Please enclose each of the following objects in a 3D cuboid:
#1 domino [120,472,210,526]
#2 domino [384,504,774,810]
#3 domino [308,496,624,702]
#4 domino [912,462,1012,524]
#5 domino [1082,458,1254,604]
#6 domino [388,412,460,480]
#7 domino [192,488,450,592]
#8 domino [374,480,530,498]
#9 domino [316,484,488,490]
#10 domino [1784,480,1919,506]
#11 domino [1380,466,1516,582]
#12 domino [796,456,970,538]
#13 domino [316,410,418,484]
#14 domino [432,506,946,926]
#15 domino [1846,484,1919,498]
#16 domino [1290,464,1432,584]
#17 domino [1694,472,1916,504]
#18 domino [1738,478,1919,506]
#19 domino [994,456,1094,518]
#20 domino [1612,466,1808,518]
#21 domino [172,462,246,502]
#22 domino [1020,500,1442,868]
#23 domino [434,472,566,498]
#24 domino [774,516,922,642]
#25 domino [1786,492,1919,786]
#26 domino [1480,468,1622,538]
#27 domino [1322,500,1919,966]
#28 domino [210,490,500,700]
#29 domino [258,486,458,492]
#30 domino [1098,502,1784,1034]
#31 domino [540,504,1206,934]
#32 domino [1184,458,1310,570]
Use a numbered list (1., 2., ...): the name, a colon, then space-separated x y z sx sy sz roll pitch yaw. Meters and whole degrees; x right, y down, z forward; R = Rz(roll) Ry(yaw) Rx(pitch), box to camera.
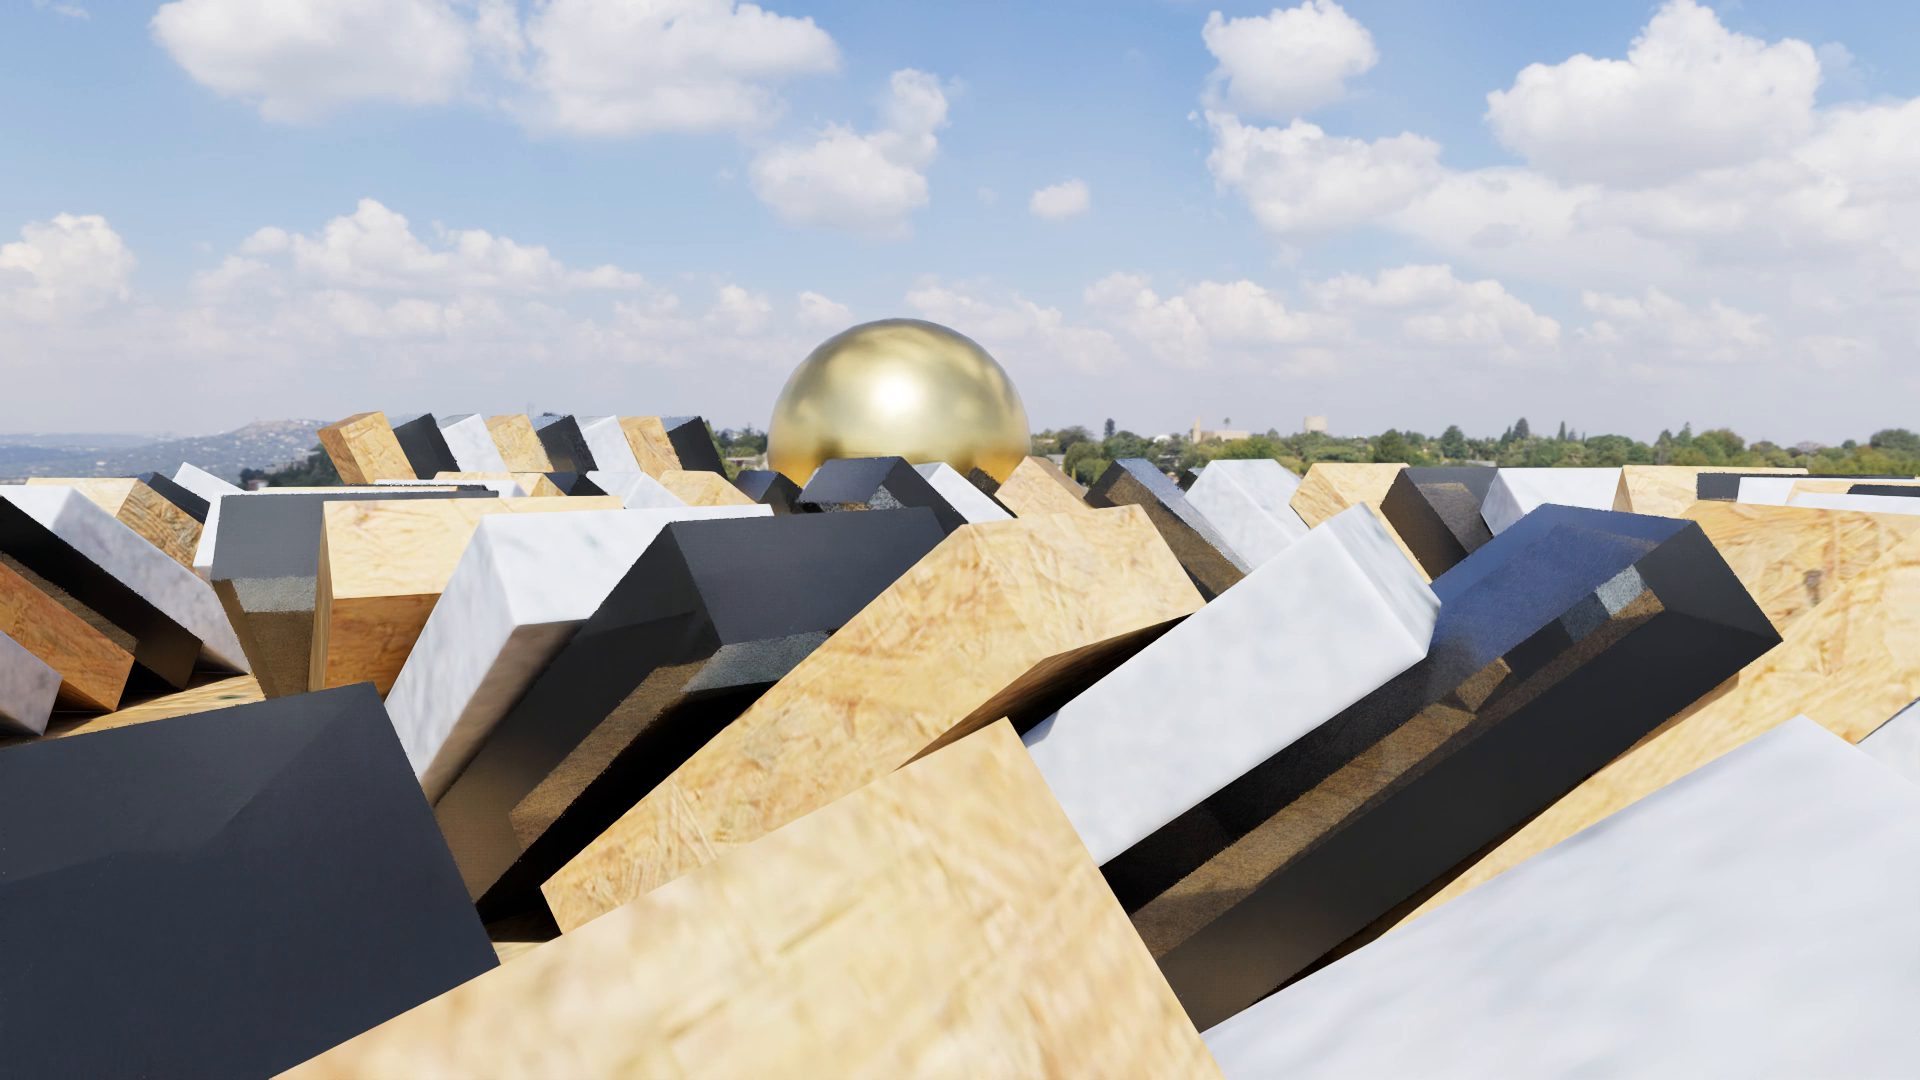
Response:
1. domino: -0.146 0.005 0.258 0.025 0.009 0.050 -3 -32 36
2. domino: -0.037 0.015 0.118 0.025 0.010 0.050 -4 -31 -41
3. domino: -0.051 0.014 0.130 0.025 0.009 0.050 -3 -32 -31
4. domino: 0.010 0.005 0.234 0.050 0.010 0.025 38 -7 -13
5. domino: 0.048 0.005 0.243 0.050 0.009 0.025 43 17 13
6. domino: -0.119 -0.005 0.299 0.009 0.050 0.025 -32 21 -29
7. domino: -0.071 0.012 0.161 0.025 0.010 0.050 -1 -32 -6
8. domino: -0.074 0.008 0.214 0.025 0.009 0.050 1 -31 16
9. domino: -0.075 0.009 0.196 0.025 0.010 0.050 1 -31 8
10. domino: 0.092 0.014 0.129 0.025 0.009 0.050 5 44 48
11. domino: 0.095 0.007 0.216 0.025 0.009 0.050 -1 43 -19
12. domino: -0.002 0.006 0.220 0.050 0.010 0.025 44 -21 -27
13. domino: -0.127 -0.004 0.291 0.009 0.050 0.025 -32 21 -31
14. domino: -0.024 0.016 0.107 0.025 0.010 0.050 -5 -30 -47
15. domino: 0.080 0.015 0.114 0.050 0.009 0.025 -41 19 -15
16. domino: 0.084 0.006 0.230 0.025 0.009 0.050 -2 44 -30
17. domino: 0.107 0.011 0.162 0.025 0.009 0.050 3 43 27
18. domino: 0.101 0.013 0.146 0.025 0.010 0.050 3 43 35
19. domino: 0.030 0.004 0.245 0.050 0.009 0.025 42 10 7
20. domino: 0.110 0.009 0.180 0.025 0.009 0.050 2 44 15
21. domino: -0.146 0.002 0.276 0.050 0.009 0.025 32 -29 -30
22. domino: 0.010 0.016 0.094 0.050 0.009 0.025 -39 -10 21
23. domino: -0.072 0.006 0.233 0.025 0.009 0.050 2 -32 28
24. domino: -0.011 0.012 0.198 0.025 0.009 0.050 3 -23 33
25. domino: 0.065 0.016 0.105 0.050 0.009 0.025 -39 12 -8
26. domino: 0.104 0.008 0.200 0.025 0.010 0.050 0 43 -6
27. domino: 0.048 0.016 0.099 0.050 0.010 0.025 -37 5 0
28. domino: -0.064 0.013 0.144 0.025 0.009 0.050 -2 -32 -17
29. domino: -0.074 0.011 0.179 0.025 0.010 0.050 0 -32 2
30. domino: 0.030 0.017 0.096 0.050 0.010 0.025 -37 1 6
31. domino: -0.007 0.016 0.098 0.050 0.009 0.025 -40 -17 29
32. domino: 0.067 0.005 0.240 0.025 0.009 0.050 -5 47 -49
